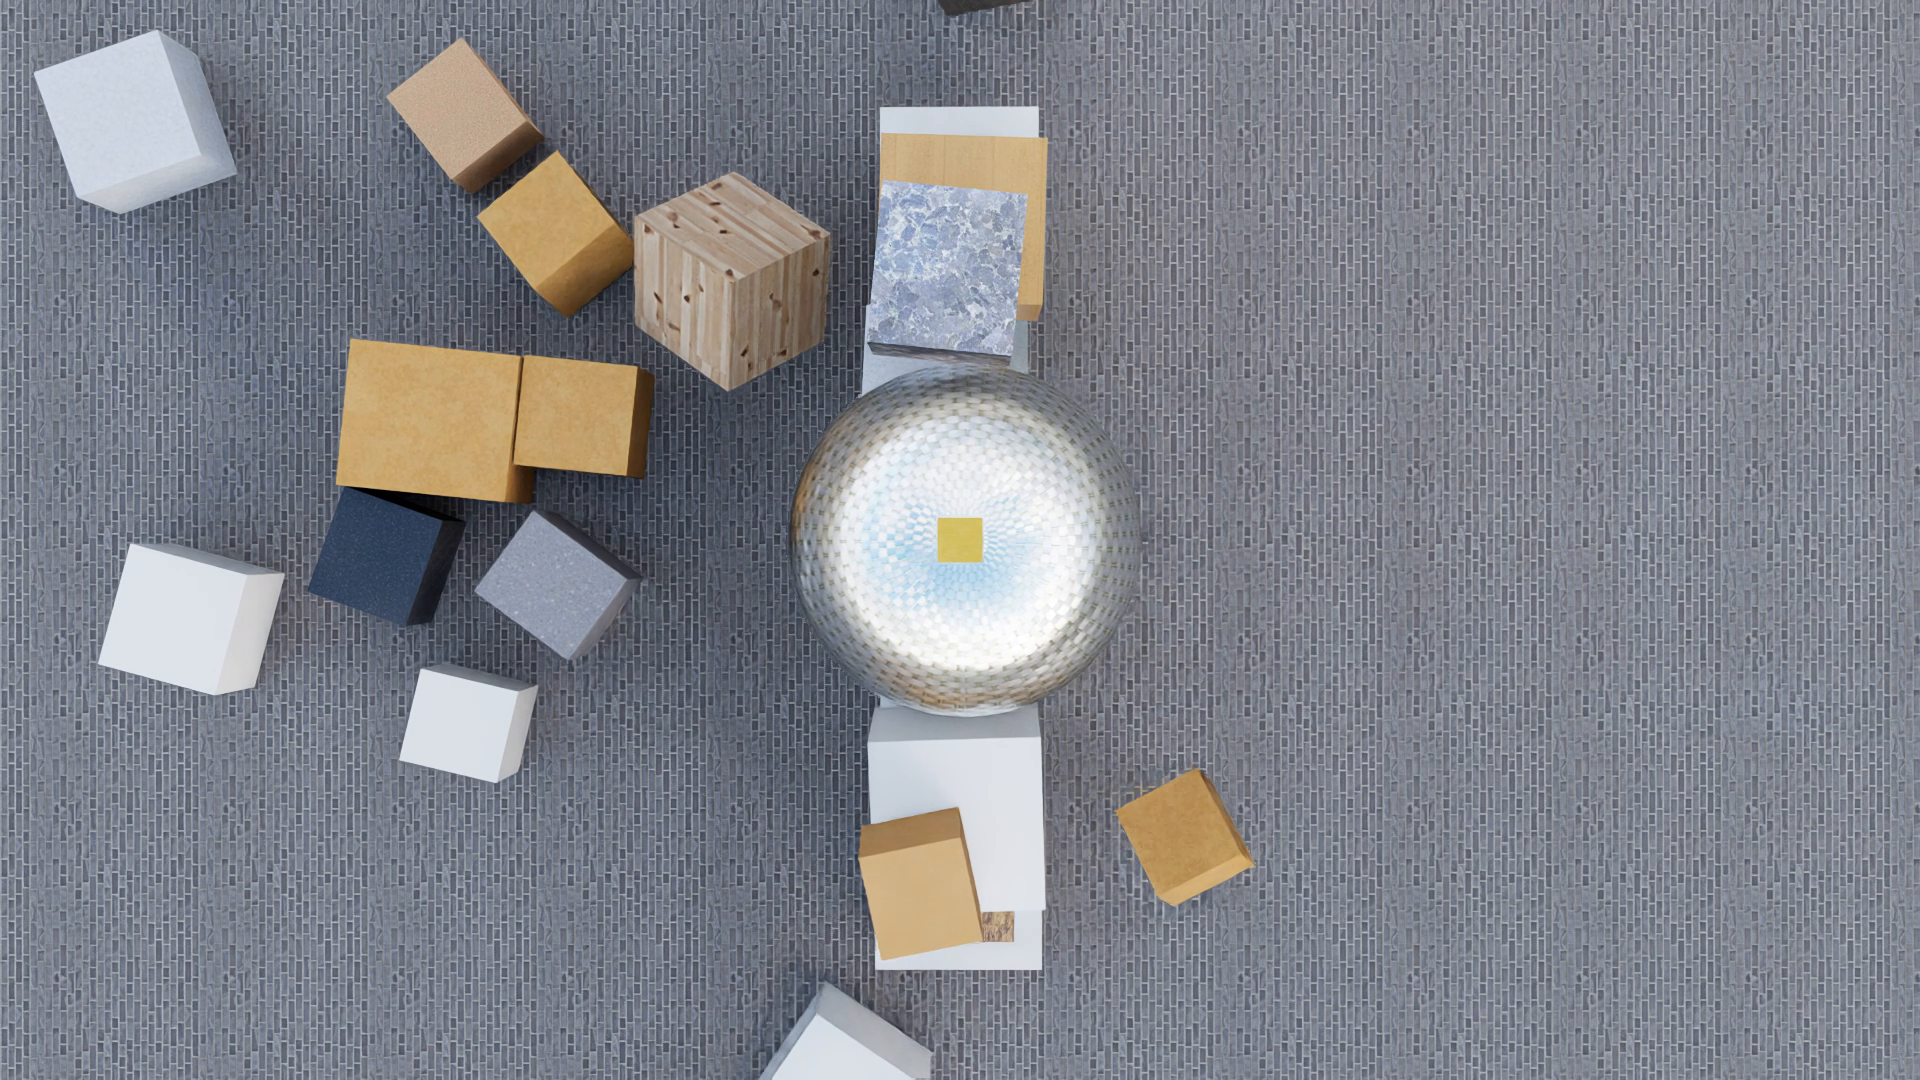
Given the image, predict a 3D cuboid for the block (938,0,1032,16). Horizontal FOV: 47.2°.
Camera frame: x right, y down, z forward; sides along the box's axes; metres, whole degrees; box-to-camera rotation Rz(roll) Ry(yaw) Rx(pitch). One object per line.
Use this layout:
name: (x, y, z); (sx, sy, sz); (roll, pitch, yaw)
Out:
block: (0.108, -3.468, 12.206); (0.582, 0.735, 0.708); (-2, 54, 32)

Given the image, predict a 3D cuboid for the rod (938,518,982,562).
rod: (0.010, 0.000, 6.522); (0.080, 5.200, 0.080); (0, 90, 0)

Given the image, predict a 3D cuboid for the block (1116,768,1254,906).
block: (1.222, 1.616, 11.923); (0.498, 0.516, 0.517); (-28, 70, 6)

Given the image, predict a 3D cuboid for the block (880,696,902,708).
block: (-0.023, 0.987, 11.756); (0.787, 0.802, 0.774); (2, 90, 0)

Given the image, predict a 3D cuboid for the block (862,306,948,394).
block: (-0.132, -0.811, 11.887); (0.760, 0.729, 0.802); (3, 90, 0)

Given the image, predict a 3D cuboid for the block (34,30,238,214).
block: (-4.736, -2.397, 12.678); (0.736, 0.643, 0.743); (-19, 90, 0)

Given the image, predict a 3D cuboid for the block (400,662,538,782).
block: (-2.824, 1.047, 12.694); (0.563, 0.613, 0.528); (13, 90, 0)

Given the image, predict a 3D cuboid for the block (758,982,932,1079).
block: (-0.696, 3.139, 12.597); (0.755, 0.762, 0.761); (34, 92, -1)

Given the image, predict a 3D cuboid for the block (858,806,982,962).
block: (-0.185, 1.619, 10.400); (0.480, 0.491, 0.509); (-12, 100, 1)

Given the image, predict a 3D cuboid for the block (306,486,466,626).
block: (-3.296, 0.091, 12.694); (0.590, 0.613, 0.631); (20, 90, 0)

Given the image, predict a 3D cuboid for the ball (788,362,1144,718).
ball: (0.023, 0.000, 9.922); (1.600, 1.600, 1.600); (0, 90, 0)

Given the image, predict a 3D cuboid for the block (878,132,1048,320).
block: (0.010, -1.642, 11.653); (0.851, 0.828, 0.855); (2, 90, 0)

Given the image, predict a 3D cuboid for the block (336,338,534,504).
block: (-2.965, -0.667, 12.624); (0.947, 0.753, 0.818); (6, 90, 0)

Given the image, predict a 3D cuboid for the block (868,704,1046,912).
block: (-0.012, 1.328, 10.977); (0.830, 0.733, 0.861); (-2, 99, 1)

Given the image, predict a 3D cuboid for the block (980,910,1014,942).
block: (-0.028, 1.751, 11.831); (0.629, 0.672, 0.674); (0, 93, 0)

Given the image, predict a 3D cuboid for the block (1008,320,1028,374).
block: (0.016, -1.095, 12.626); (0.724, 0.748, 0.777); (0, 90, 0)

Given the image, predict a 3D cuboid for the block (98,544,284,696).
block: (-4.406, 0.445, 12.652); (0.676, 0.696, 0.697); (15, 90, 0)

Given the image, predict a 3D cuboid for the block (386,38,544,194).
block: (-2.852, -2.443, 12.724); (0.543, 0.551, 0.599); (-38, 90, 0)

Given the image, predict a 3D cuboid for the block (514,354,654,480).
block: (-2.153, -0.698, 12.654); (0.637, 0.693, 0.615); (6, 90, 0)

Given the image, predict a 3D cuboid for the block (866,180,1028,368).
block: (-0.061, -1.298, 10.862); (0.697, 0.754, 0.775); (6, 90, 0)

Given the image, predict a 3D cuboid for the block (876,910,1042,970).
block: (-0.008, 1.955, 12.591); (0.923, 0.817, 0.851); (0, 90, 0)

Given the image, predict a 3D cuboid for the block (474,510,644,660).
block: (-2.295, 0.255, 12.662); (0.654, 0.676, 0.562); (36, 90, 0)

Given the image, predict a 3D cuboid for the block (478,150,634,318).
block: (-2.289, -1.750, 12.651); (0.589, 0.579, 0.571); (-39, 76, 0)

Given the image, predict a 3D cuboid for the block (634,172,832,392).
block: (-1.285, -1.461, 12.354); (0.798, 0.737, 0.737); (36, 49, 28)

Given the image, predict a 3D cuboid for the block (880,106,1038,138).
block: (-0.002, -1.934, 12.534); (0.869, 0.933, 0.886); (0, 90, 0)
